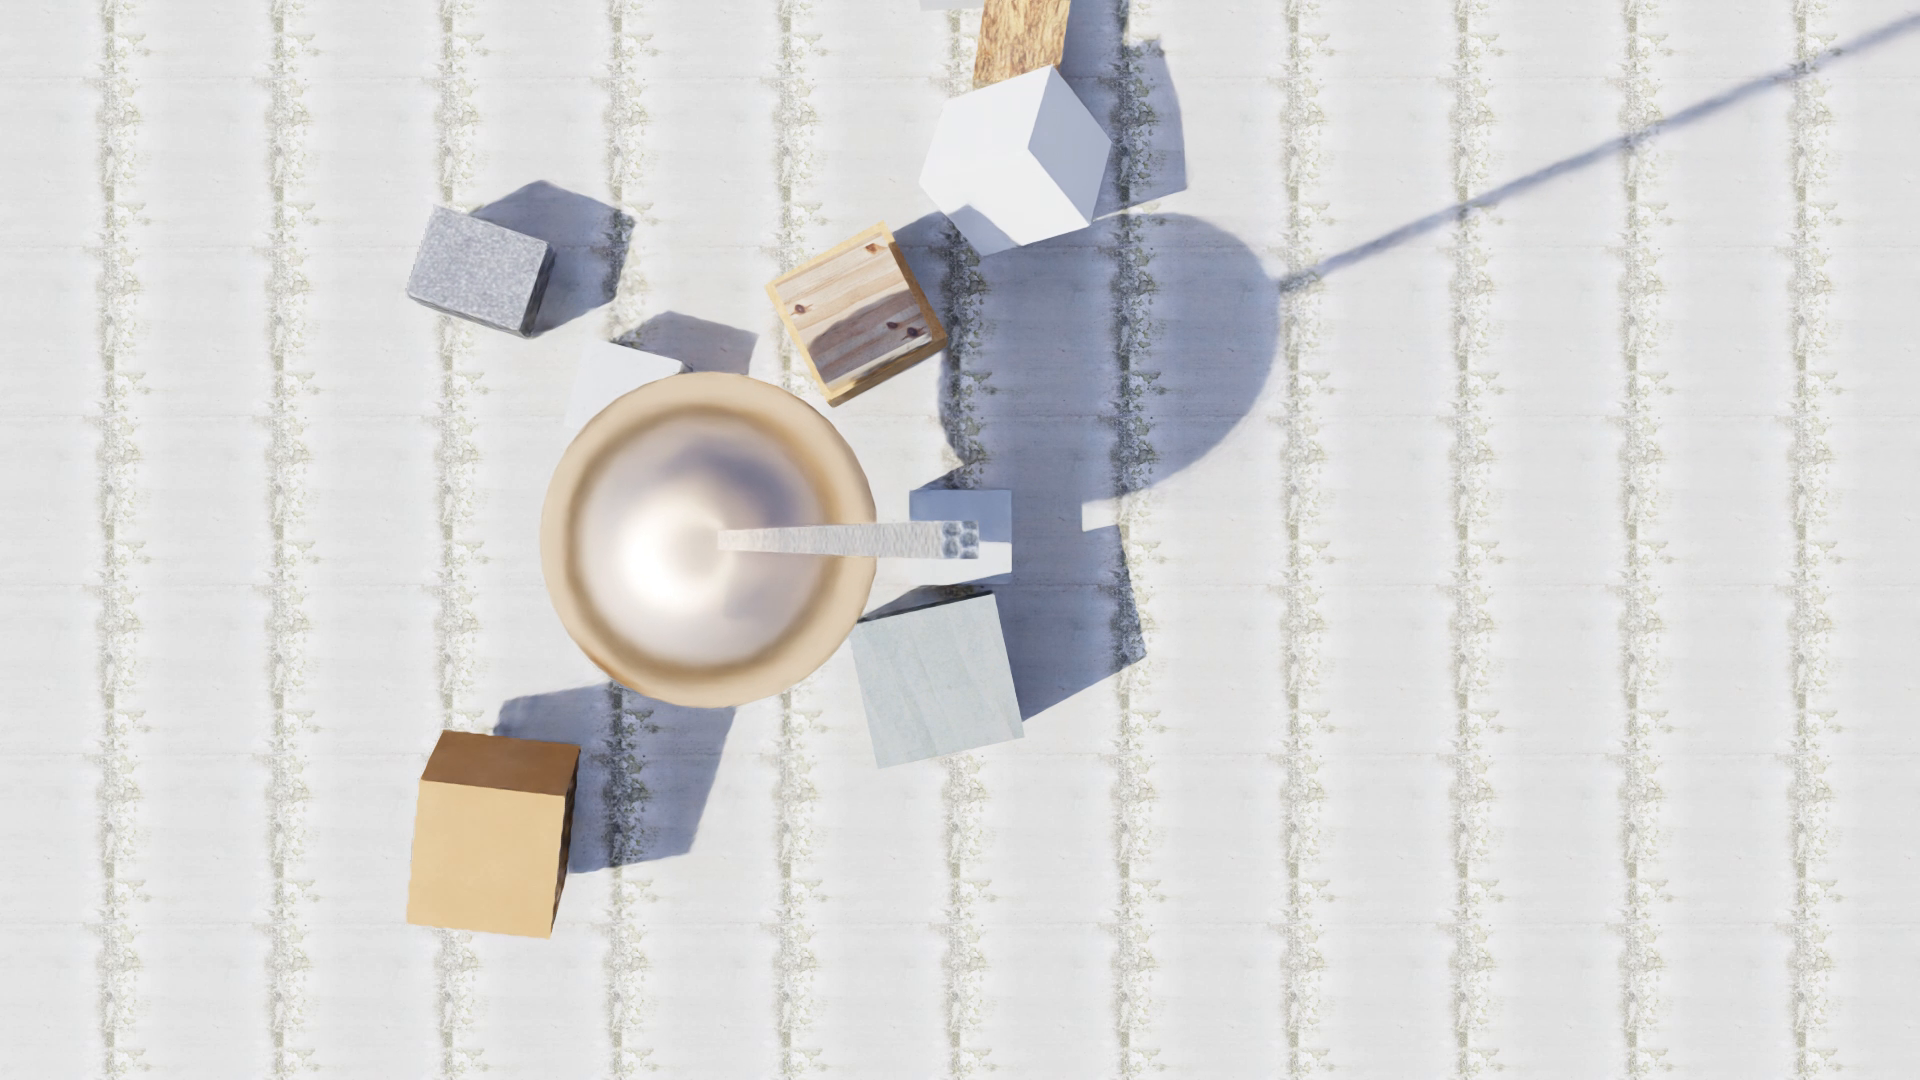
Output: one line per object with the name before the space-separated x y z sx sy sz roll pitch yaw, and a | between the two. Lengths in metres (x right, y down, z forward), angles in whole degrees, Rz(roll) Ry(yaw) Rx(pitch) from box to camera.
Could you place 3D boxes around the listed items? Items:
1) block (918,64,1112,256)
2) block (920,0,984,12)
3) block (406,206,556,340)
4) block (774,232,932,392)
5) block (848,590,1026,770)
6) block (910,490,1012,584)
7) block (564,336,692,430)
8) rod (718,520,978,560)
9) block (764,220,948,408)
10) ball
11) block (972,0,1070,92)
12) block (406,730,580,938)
block | 0.318 -2.131 12.413 0.746 0.645 0.646 -11 49 36
block | -0.001 -3.411 12.766 0.504 0.469 0.541 -4 90 0
block | -2.751 -1.533 12.691 0.658 0.540 0.530 18 88 -5
block | -0.573 -1.237 12.044 0.635 0.650 0.597 -27 90 0
block | -0.132 0.777 12.530 0.827 0.939 0.805 -12 90 0
block | 0.002 -0.016 12.729 0.580 0.542 0.538 0 90 0
block | -1.919 -0.832 12.754 0.561 0.490 0.525 15 90 0
rod | -0.513 0.000 7.095 0.080 5.200 0.080 0 90 -11
block | -0.589 -1.289 12.684 0.772 0.631 0.746 -29 90 0
ball | -1.183 0.000 10.428 1.600 1.600 1.600 0 90 0
block | 0.350 -2.852 12.758 0.482 0.485 0.528 9 90 0
block | -2.620 1.649 12.411 0.786 0.810 0.846 7 104 -6
